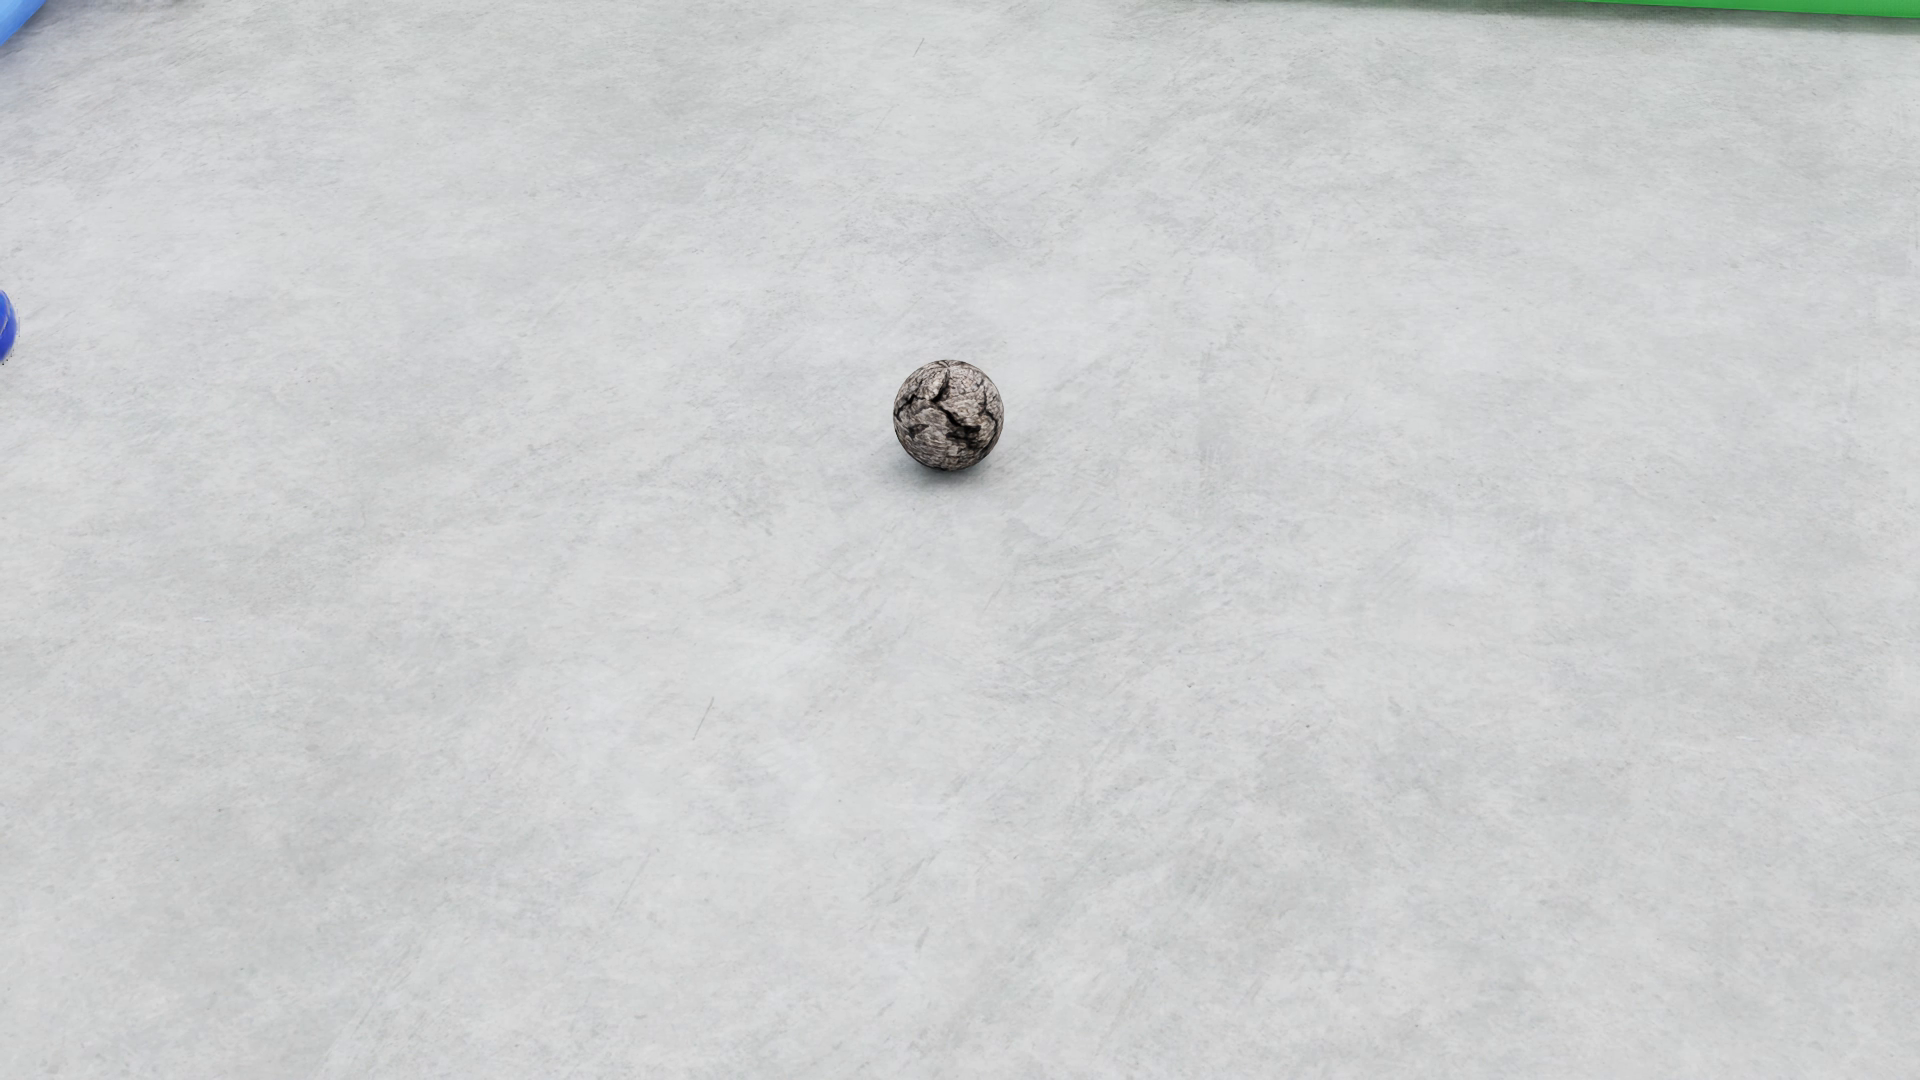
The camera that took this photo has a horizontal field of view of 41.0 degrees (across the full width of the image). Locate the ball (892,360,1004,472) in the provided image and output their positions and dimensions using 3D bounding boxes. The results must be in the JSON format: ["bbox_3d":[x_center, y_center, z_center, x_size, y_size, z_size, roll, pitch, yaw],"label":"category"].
[{"bbox_3d":[-0.008,-0.089,1.828,0.080,0.080,0.080,0,36,0],"label":"ball"}]

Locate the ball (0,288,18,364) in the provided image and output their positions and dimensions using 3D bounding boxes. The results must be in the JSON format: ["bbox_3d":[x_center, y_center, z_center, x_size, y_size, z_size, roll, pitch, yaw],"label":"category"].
[{"bbox_3d":[-0.751,-0.162,1.931,0.079,0.079,0.079,0,36,0],"label":"ball"}]

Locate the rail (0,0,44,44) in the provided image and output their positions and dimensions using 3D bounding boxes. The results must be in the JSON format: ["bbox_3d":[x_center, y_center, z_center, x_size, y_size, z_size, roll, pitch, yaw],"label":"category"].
[{"bbox_3d":[-0.976,-0.090,1.795,0.045,0.119,2.049,4,36,6],"label":"rail"}]

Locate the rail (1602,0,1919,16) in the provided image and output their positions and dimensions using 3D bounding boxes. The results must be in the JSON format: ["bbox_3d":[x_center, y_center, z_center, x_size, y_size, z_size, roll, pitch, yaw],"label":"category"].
[{"bbox_3d":[1.122,-0.527,2.405,4.028,0.119,0.045,4,36,6],"label":"rail"}]
